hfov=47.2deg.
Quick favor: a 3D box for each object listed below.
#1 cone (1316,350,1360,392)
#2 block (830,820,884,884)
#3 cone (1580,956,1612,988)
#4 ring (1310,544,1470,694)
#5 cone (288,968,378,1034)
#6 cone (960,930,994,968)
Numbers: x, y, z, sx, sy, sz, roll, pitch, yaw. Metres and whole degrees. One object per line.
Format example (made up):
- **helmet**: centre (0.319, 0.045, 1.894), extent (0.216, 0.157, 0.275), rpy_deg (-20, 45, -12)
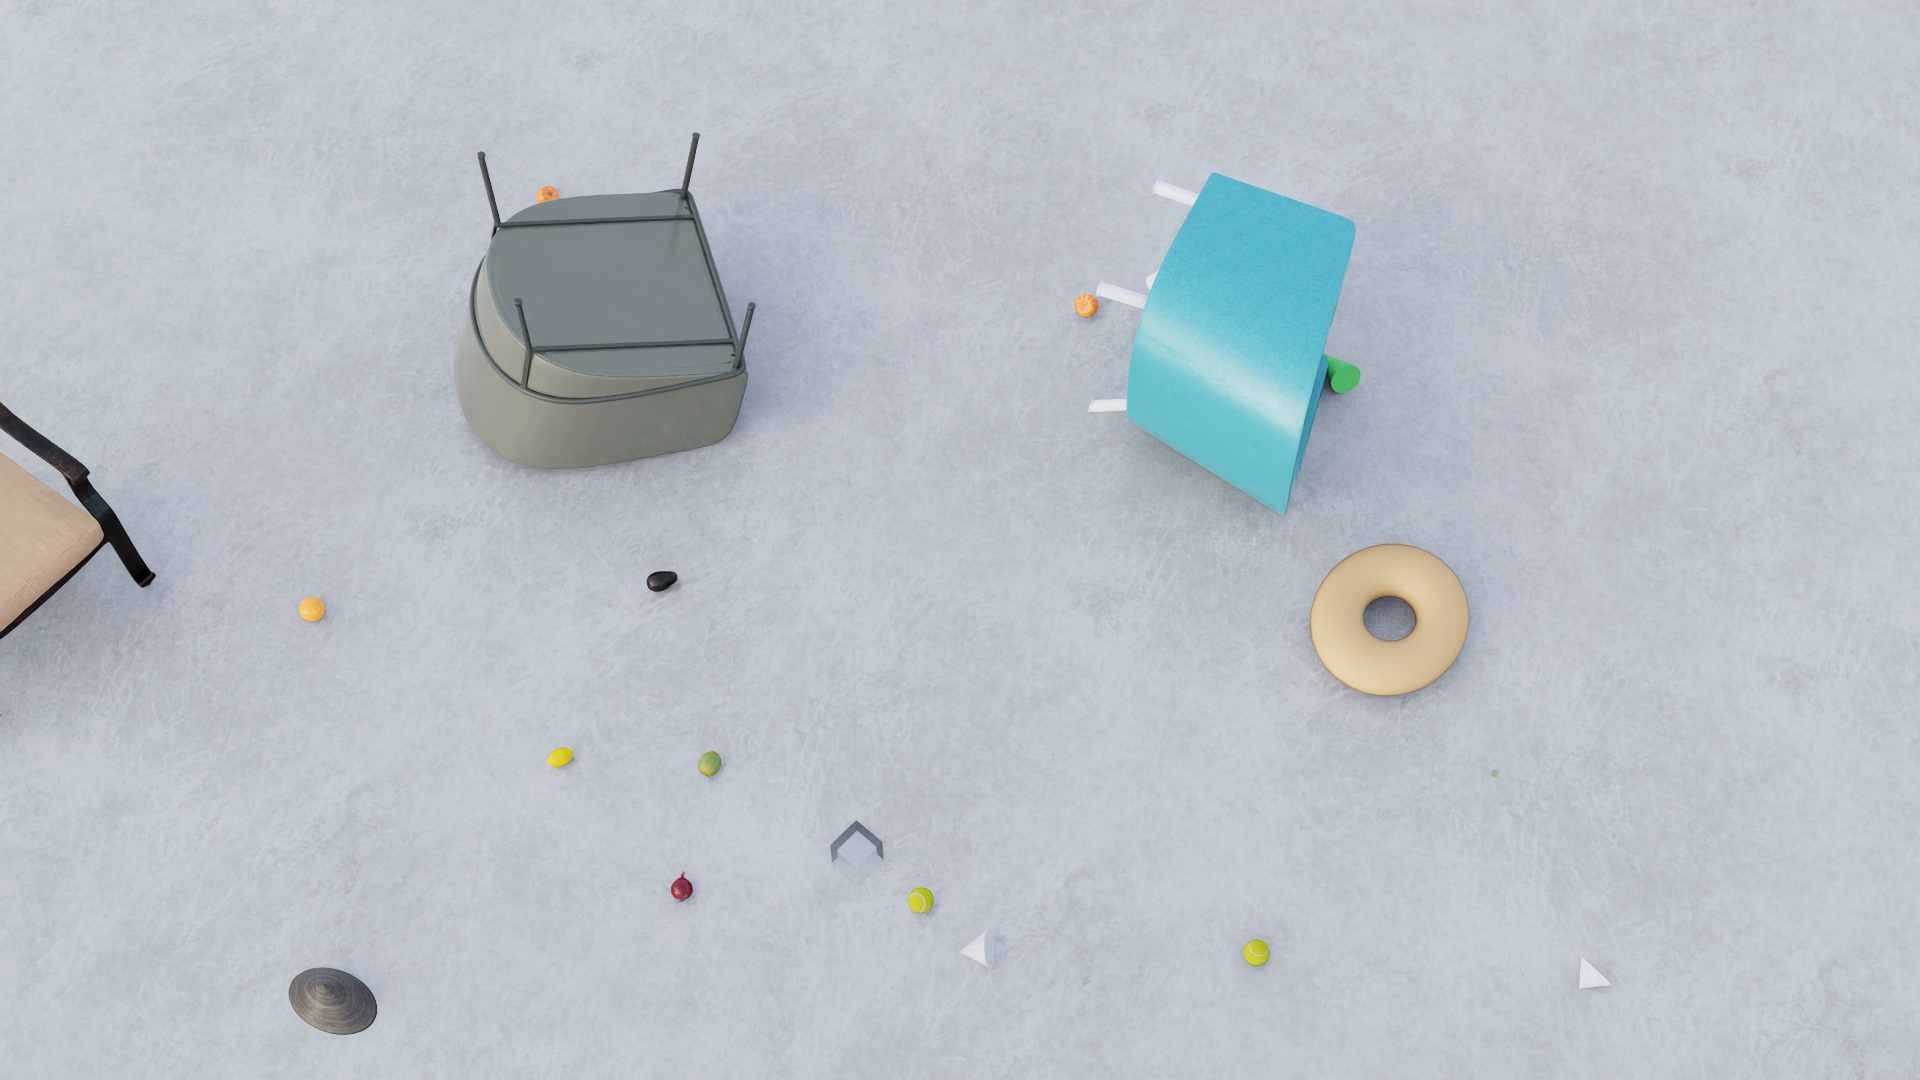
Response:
- **cone**: centre (1.165, -0.553, 6.915), extent (0.112, 0.098, 0.181), rpy_deg (14, 27, -37)
- **block**: centre (-0.278, 0.844, 5.941), extent (0.097, 0.110, 0.101), rpy_deg (37, 64, 22)
- **cone**: centre (1.651, 1.156, 5.782), extent (0.065, 0.058, 0.107), rpy_deg (-46, 60, 0)
- **ring**: centre (1.240, 0.226, 6.345), extent (0.443, 0.129, 0.514), rpy_deg (28, 61, 16)
- **cone**: centre (-1.644, 1.176, 5.716), extent (0.258, 0.114, 0.164), rpy_deg (23, 59, 15)
- **cone**: centre (0.038, 1.086, 5.825), extent (0.087, 0.072, 0.107), rpy_deg (-11, 52, 21)
